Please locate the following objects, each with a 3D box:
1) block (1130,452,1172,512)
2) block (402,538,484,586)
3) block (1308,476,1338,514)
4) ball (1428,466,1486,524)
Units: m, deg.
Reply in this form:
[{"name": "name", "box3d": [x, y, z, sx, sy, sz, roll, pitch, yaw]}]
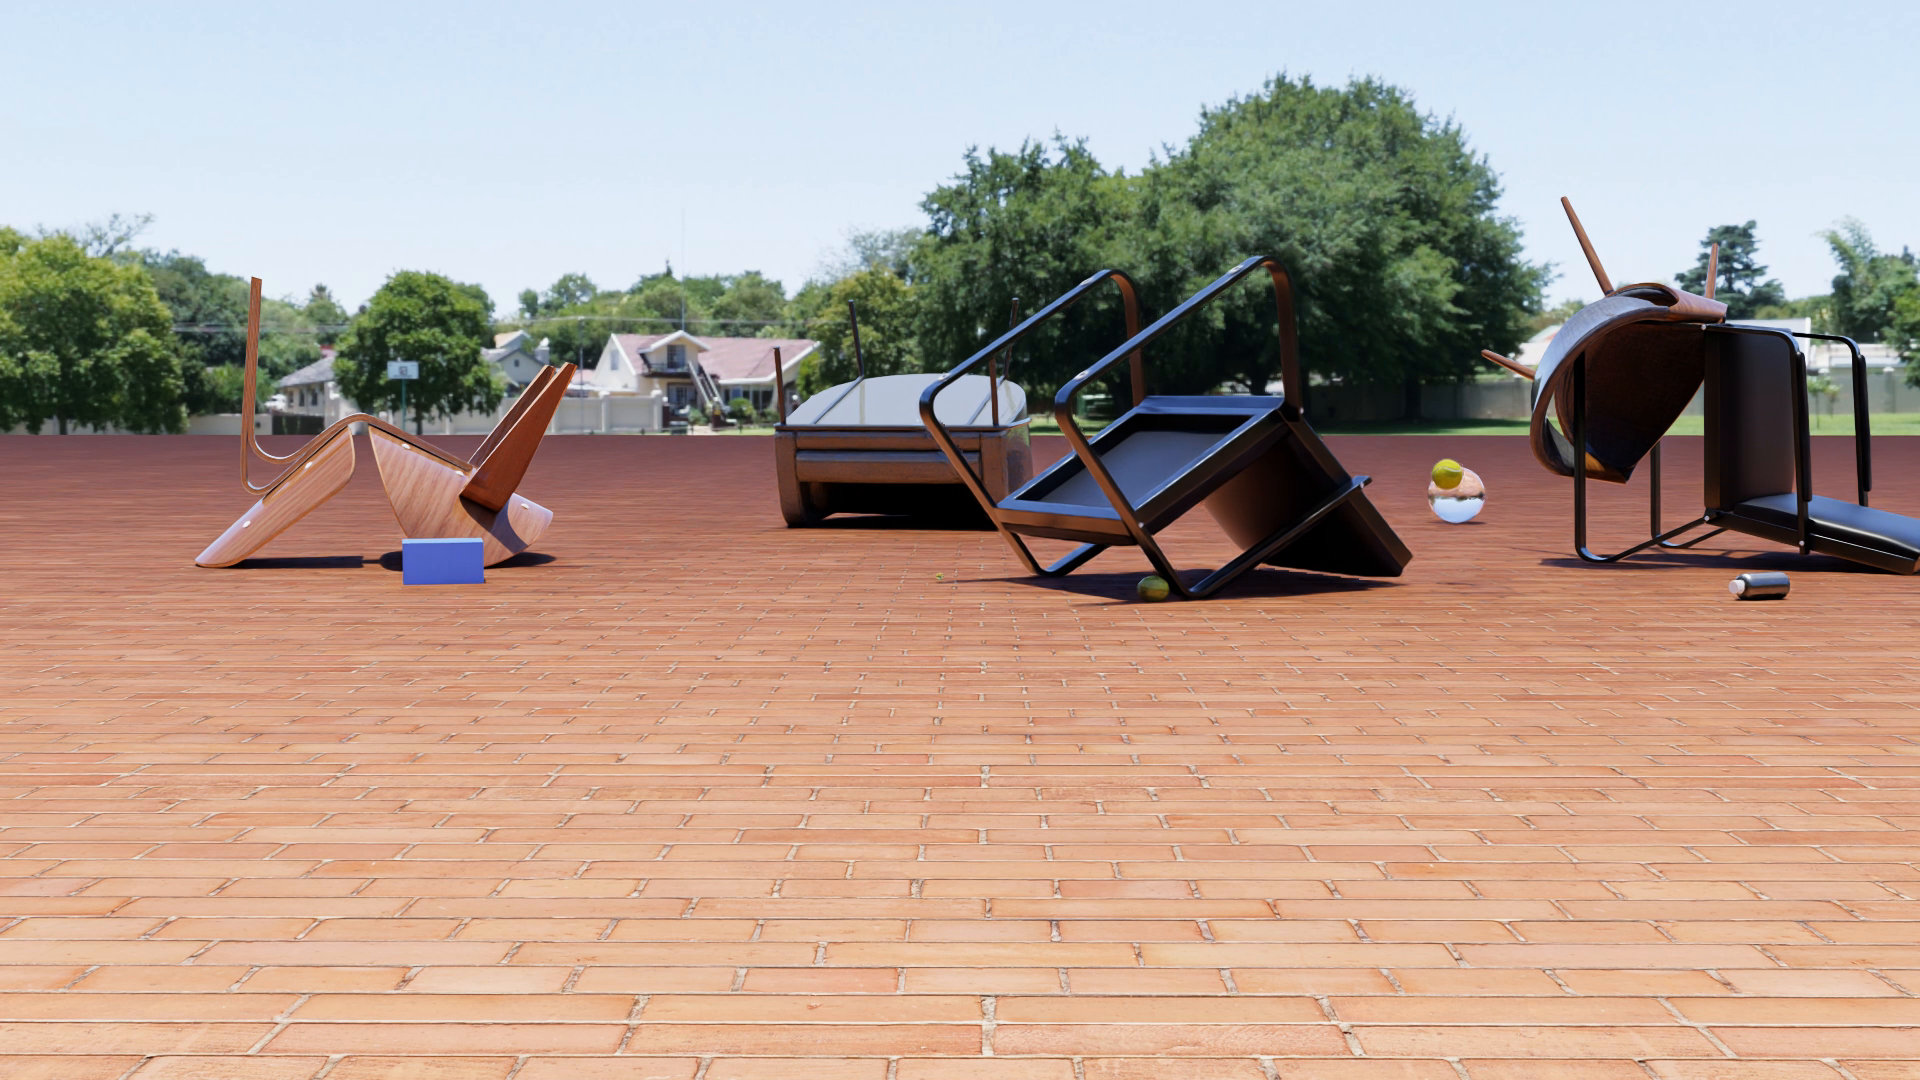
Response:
[{"name": "block", "box3d": [0.701, -0.213, 8.062, 0.125, 0.217, 0.172, 0, 4, -4]}, {"name": "block", "box3d": [-1.206, 0.049, 5.127, 0.181, 0.096, 0.143, -1, 4, -14]}, {"name": "block", "box3d": [1.321, -0.163, 7.990, 0.099, 0.127, 0.209, 0, 4, 7]}, {"name": "ball", "box3d": [1.664, -0.151, 7.371, 0.188, 0.188, 0.188, 0, 4, 0]}]
